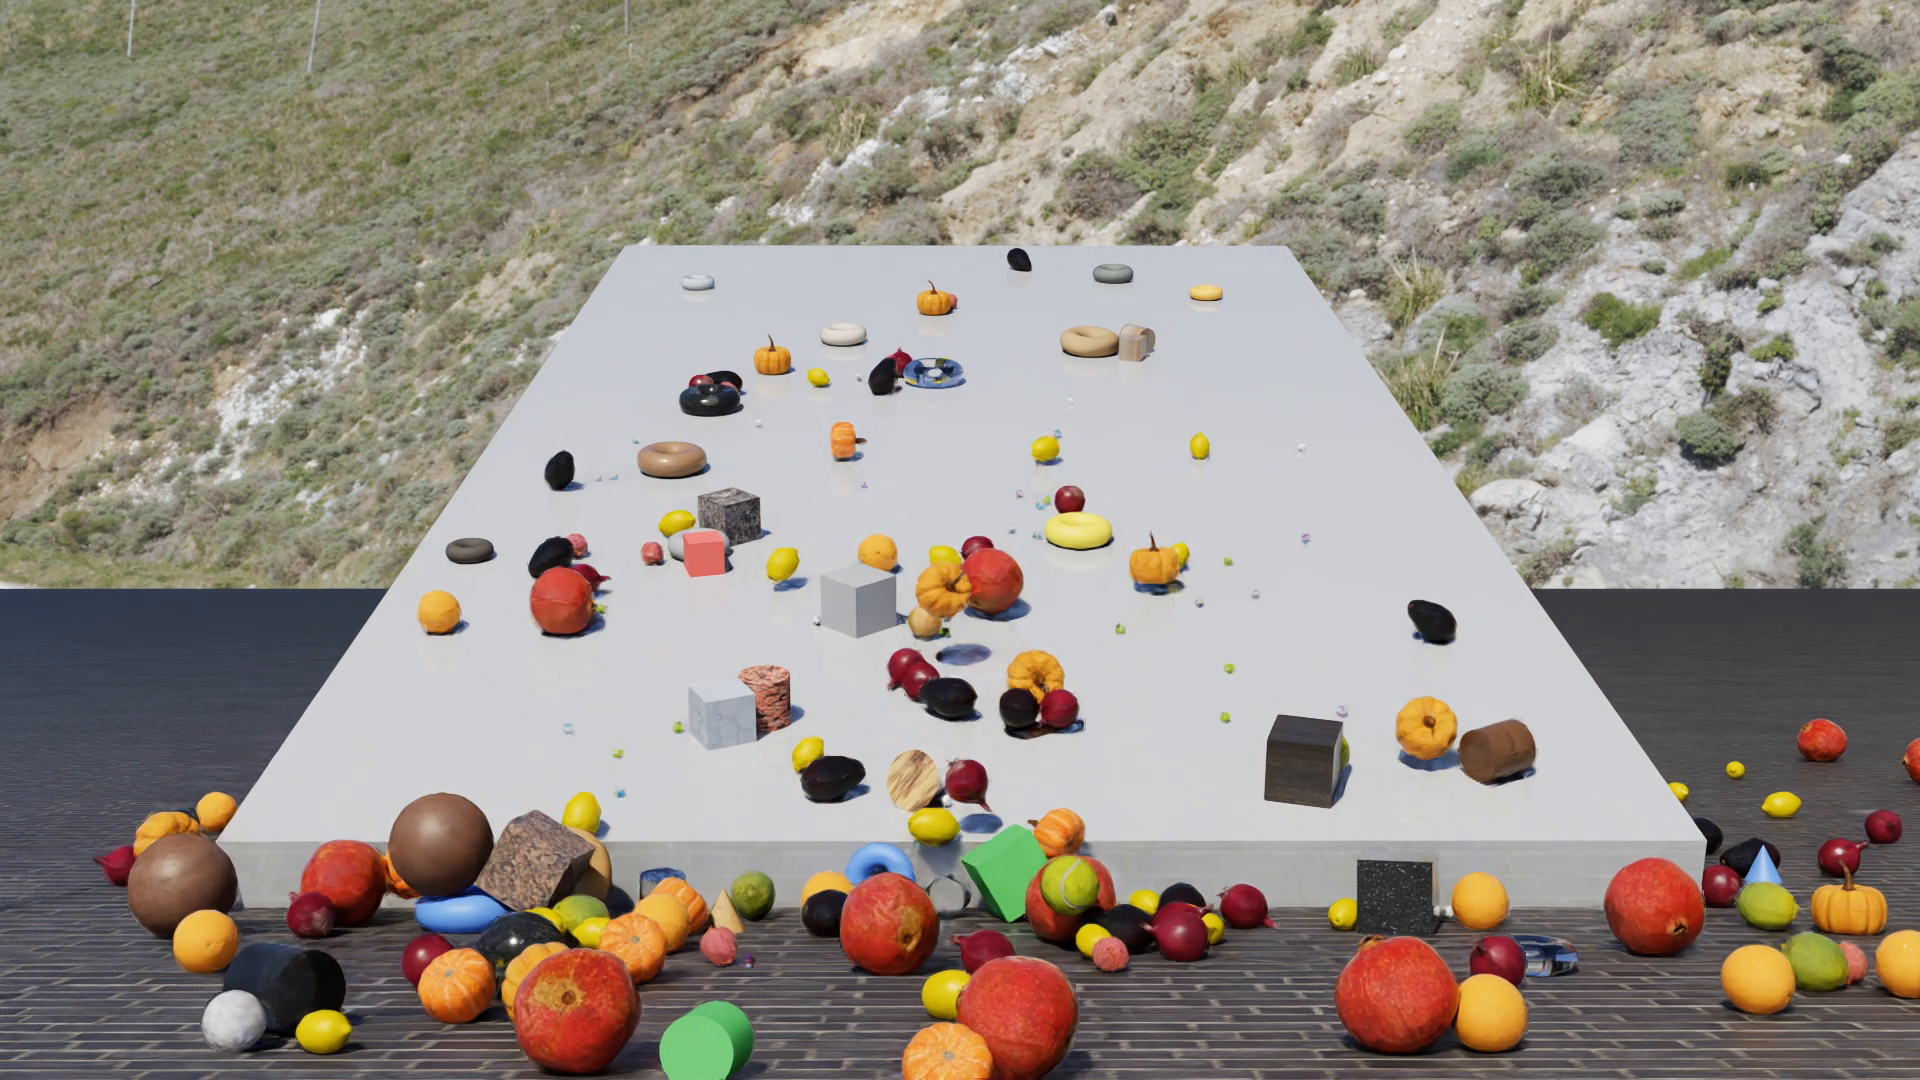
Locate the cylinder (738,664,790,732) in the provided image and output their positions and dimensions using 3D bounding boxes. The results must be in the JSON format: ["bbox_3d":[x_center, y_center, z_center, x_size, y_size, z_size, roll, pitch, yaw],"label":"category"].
[{"bbox_3d":[-0.294,0.238,3.381,0.077,0.077,0.077,0,19,0],"label":"cylinder"}]

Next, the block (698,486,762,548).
[{"bbox_3d":[-0.430,-0.042,4.192,0.082,0.082,0.082,-17,25,-40],"label":"block"}]

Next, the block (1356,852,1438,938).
[{"bbox_3d":[0.556,0.448,2.852,0.093,0.093,0.093,0,-1,17],"label":"block"}]

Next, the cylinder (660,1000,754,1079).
[{"bbox_3d":[-0.223,0.445,1.981,0.066,0.066,0.066,0,-1,10],"label":"cylinder"}]

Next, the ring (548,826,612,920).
[{"bbox_3d":[-0.516,0.437,2.943,0.124,0.124,0.041,0,-7,-23],"label":"ring"}]

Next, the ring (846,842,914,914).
[{"bbox_3d":[-0.106,0.451,2.990,0.097,0.097,0.032,0,-4,18],"label":"ring"}]

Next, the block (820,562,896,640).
[{"bbox_3d":[-0.170,0.101,3.763,0.090,0.090,0.090,-17,25,-41],"label":"block"}]

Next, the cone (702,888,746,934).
[{"bbox_3d":[-0.299,0.466,2.847,0.056,0.056,0.056,0,-1,0],"label":"cone"}]

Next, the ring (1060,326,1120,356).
[{"bbox_3d":[0.321,-0.489,5.554,0.149,0.050,0.149,3,21,-1],"label":"ring"}]

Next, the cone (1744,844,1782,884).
[{"bbox_3d":[1.186,0.476,3.322,0.054,0.054,0.054,0,-1,0],"label":"cone"}]

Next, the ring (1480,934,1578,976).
[{"bbox_3d":[0.646,0.471,2.554,0.108,0.036,0.108,1,-2,0],"label":"ring"}]

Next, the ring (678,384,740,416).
[{"bbox_3d":[-0.562,-0.315,5.046,0.139,0.046,0.139,-1,20,0],"label":"ring"}]

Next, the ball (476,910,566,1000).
[{"bbox_3d":[-0.463,0.439,2.375,0.093,0.093,0.093,0,-1,0],"label":"ball"}]

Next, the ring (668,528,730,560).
[{"bbox_3d":[-0.478,0.008,4.114,0.115,0.038,0.115,1,18,0],"label":"ring"}]

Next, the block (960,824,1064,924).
[{"bbox_3d":[0.068,0.437,2.954,0.087,0.087,0.087,-32,6,-12],"label":"block"}]

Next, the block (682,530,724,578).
[{"bbox_3d":[-0.459,0.025,4.028,0.062,0.062,0.062,-5,20,-16],"label":"block"}]

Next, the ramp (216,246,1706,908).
[{"bbox_3d":[-0.004,-0.196,4.926,2.000,0.100,4.000,0,19,0],"label":"ramp"}]

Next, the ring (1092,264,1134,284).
[{"bbox_3d":[0.431,-0.751,6.339,0.115,0.038,0.115,-1,20,0],"label":"ring"}]

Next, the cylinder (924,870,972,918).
[{"bbox_3d":[-0.016,0.470,2.973,0.054,0.054,0.054,0,7,13],"label":"cylinder"}]

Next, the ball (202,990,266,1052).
[{"bbox_3d":[-0.681,0.452,2.113,0.057,0.057,0.057,0,-1,0],"label":"ball"}]

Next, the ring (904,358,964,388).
[{"bbox_3d":[-0.062,-0.392,5.274,0.143,0.048,0.143,1,18,0],"label":"ring"}]

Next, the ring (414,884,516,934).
[{"bbox_3d":[-0.622,0.471,2.875,0.145,0.048,0.145,-1,0,0],"label":"ring"}]

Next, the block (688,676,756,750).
[{"bbox_3d":[-0.352,0.256,3.328,0.077,0.077,0.077,-9,21,-25],"label":"block"}]

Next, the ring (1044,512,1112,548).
[{"bbox_3d":[0.220,-0.018,4.188,0.127,0.042,0.127,1,18,0],"label":"ring"}]

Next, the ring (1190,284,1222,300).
[{"bbox_3d":[0.670,-0.673,6.125,0.092,0.031,0.092,0,18,0],"label":"ring"}]

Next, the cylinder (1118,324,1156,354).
[{"bbox_3d":[0.437,-0.496,5.552,0.065,0.065,0.065,1,14,-43],"label":"cylinder"}]

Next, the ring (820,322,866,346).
[{"bbox_3d":[-0.293,-0.516,5.647,0.118,0.039,0.118,-1,19,0],"label":"ring"}]

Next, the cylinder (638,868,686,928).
[{"bbox_3d":[-0.383,0.460,2.892,0.060,0.060,0.060,2,10,0],"label":"cylinder"}]

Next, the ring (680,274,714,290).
[{"bbox_3d":[-0.727,-0.714,6.238,0.094,0.031,0.094,1,18,0],"label":"ring"}]

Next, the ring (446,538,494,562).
[{"bbox_3d":[-0.892,0.019,4.096,0.087,0.029,0.087,0,18,0],"label":"ring"}]

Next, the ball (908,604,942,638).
[{"bbox_3d":[-0.058,0.134,3.719,0.056,0.056,0.056,0,-1,0],"label":"ball"}]

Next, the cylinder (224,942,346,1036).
[{"bbox_3d":[-0.664,0.441,2.212,0.083,0.083,0.083,-1,-1,39],"label":"cylinder"}]

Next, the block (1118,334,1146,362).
[{"bbox_3d":[0.421,-0.469,5.488,0.054,0.054,0.054,7,20,19],"label":"block"}]

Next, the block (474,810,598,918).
[{"bbox_3d":[-0.537,0.413,2.854,0.094,0.094,0.094,31,7,8],"label":"block"}]

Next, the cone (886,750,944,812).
[{"bbox_3d":[-0.044,0.340,3.143,0.085,0.085,0.085,-1,-11,32],"label":"cone"}]

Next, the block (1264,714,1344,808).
[{"bbox_3d":[0.482,0.309,3.151,0.093,0.093,0.093,6,20,16],"label":"block"}]

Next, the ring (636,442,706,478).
[{"bbox_3d":[-0.590,-0.165,4.607,0.144,0.048,0.144,1,18,0],"label":"ring"}]
